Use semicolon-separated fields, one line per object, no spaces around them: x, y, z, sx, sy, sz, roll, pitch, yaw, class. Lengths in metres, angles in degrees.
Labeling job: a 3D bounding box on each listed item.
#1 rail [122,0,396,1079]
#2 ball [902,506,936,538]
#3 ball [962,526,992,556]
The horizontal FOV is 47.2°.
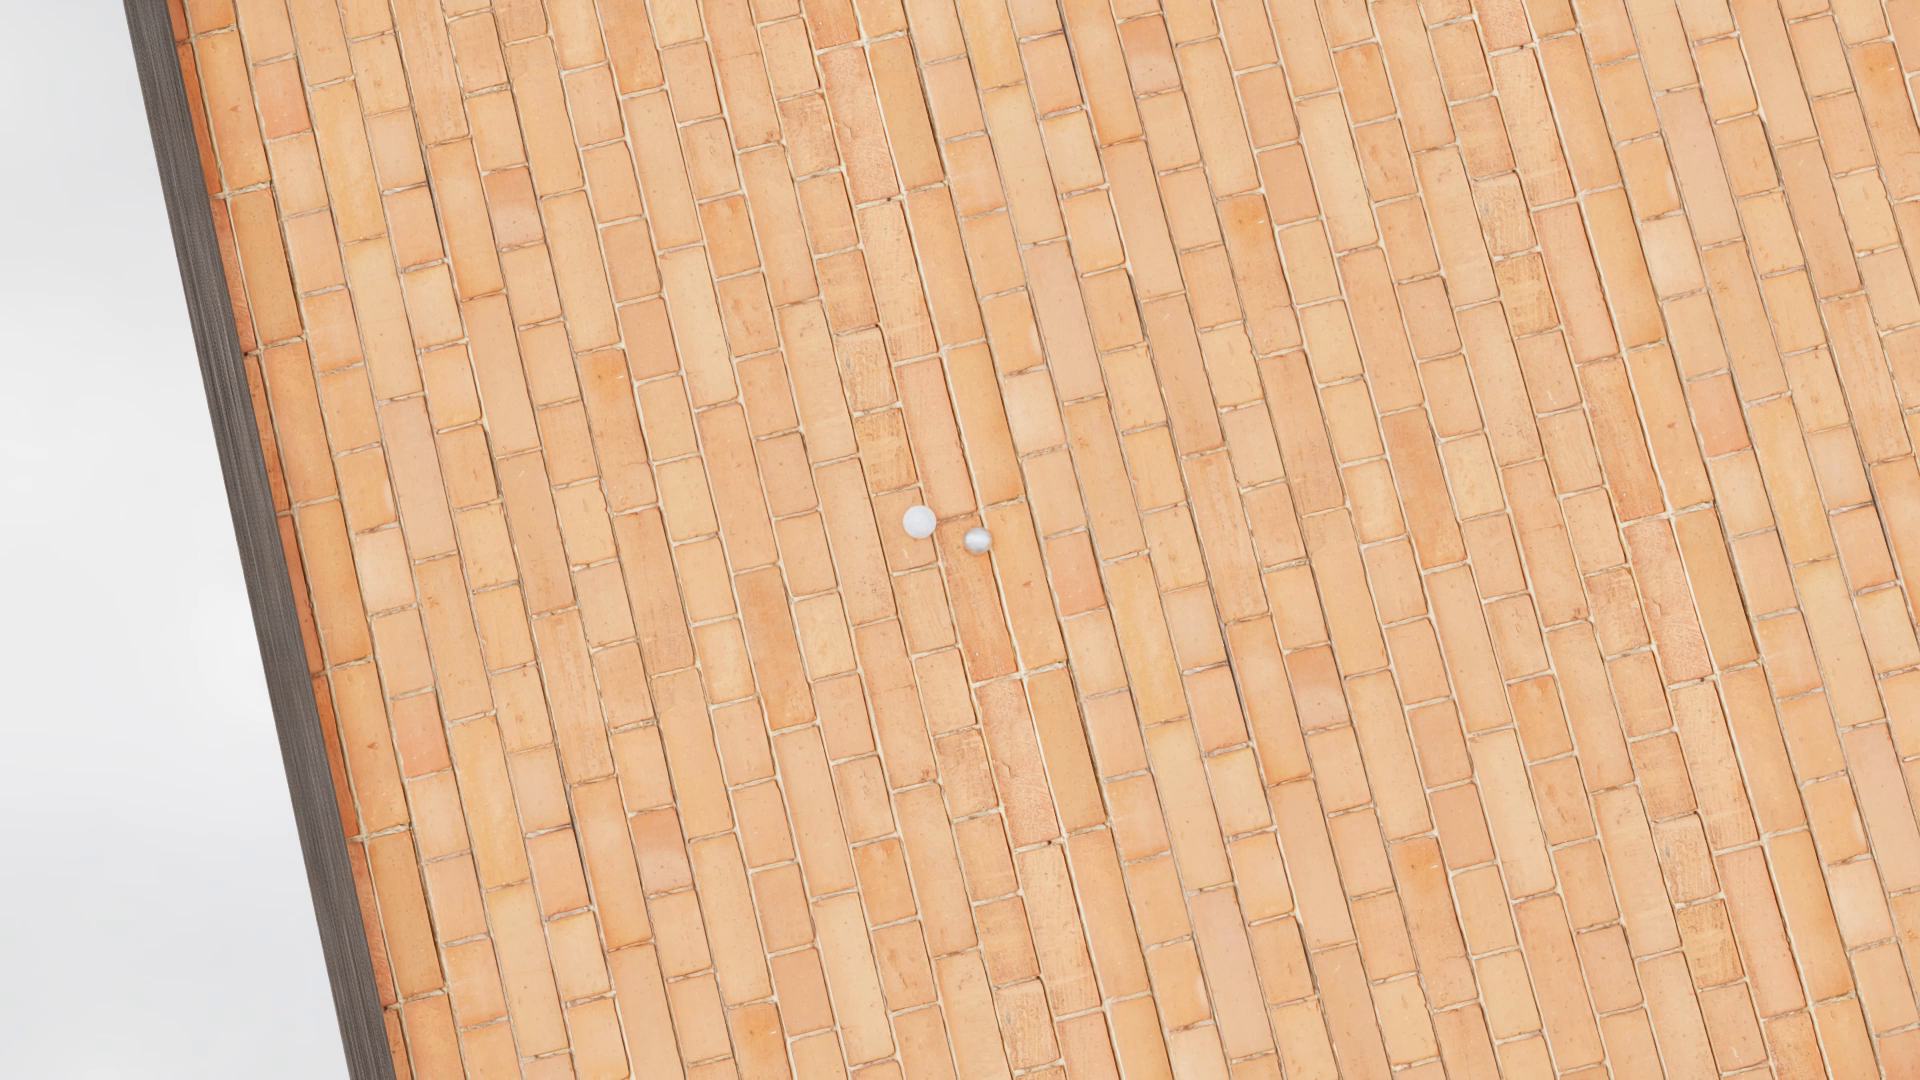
-0.961;0.231;3.198;0.045;0.129;2.299;-14;84;-2;rail
-0.060;-0.027;3.268;0.050;0.050;0.050;0;83;0;ball
0.026;0.001;3.268;0.044;0.044;0.044;0;83;0;ball
